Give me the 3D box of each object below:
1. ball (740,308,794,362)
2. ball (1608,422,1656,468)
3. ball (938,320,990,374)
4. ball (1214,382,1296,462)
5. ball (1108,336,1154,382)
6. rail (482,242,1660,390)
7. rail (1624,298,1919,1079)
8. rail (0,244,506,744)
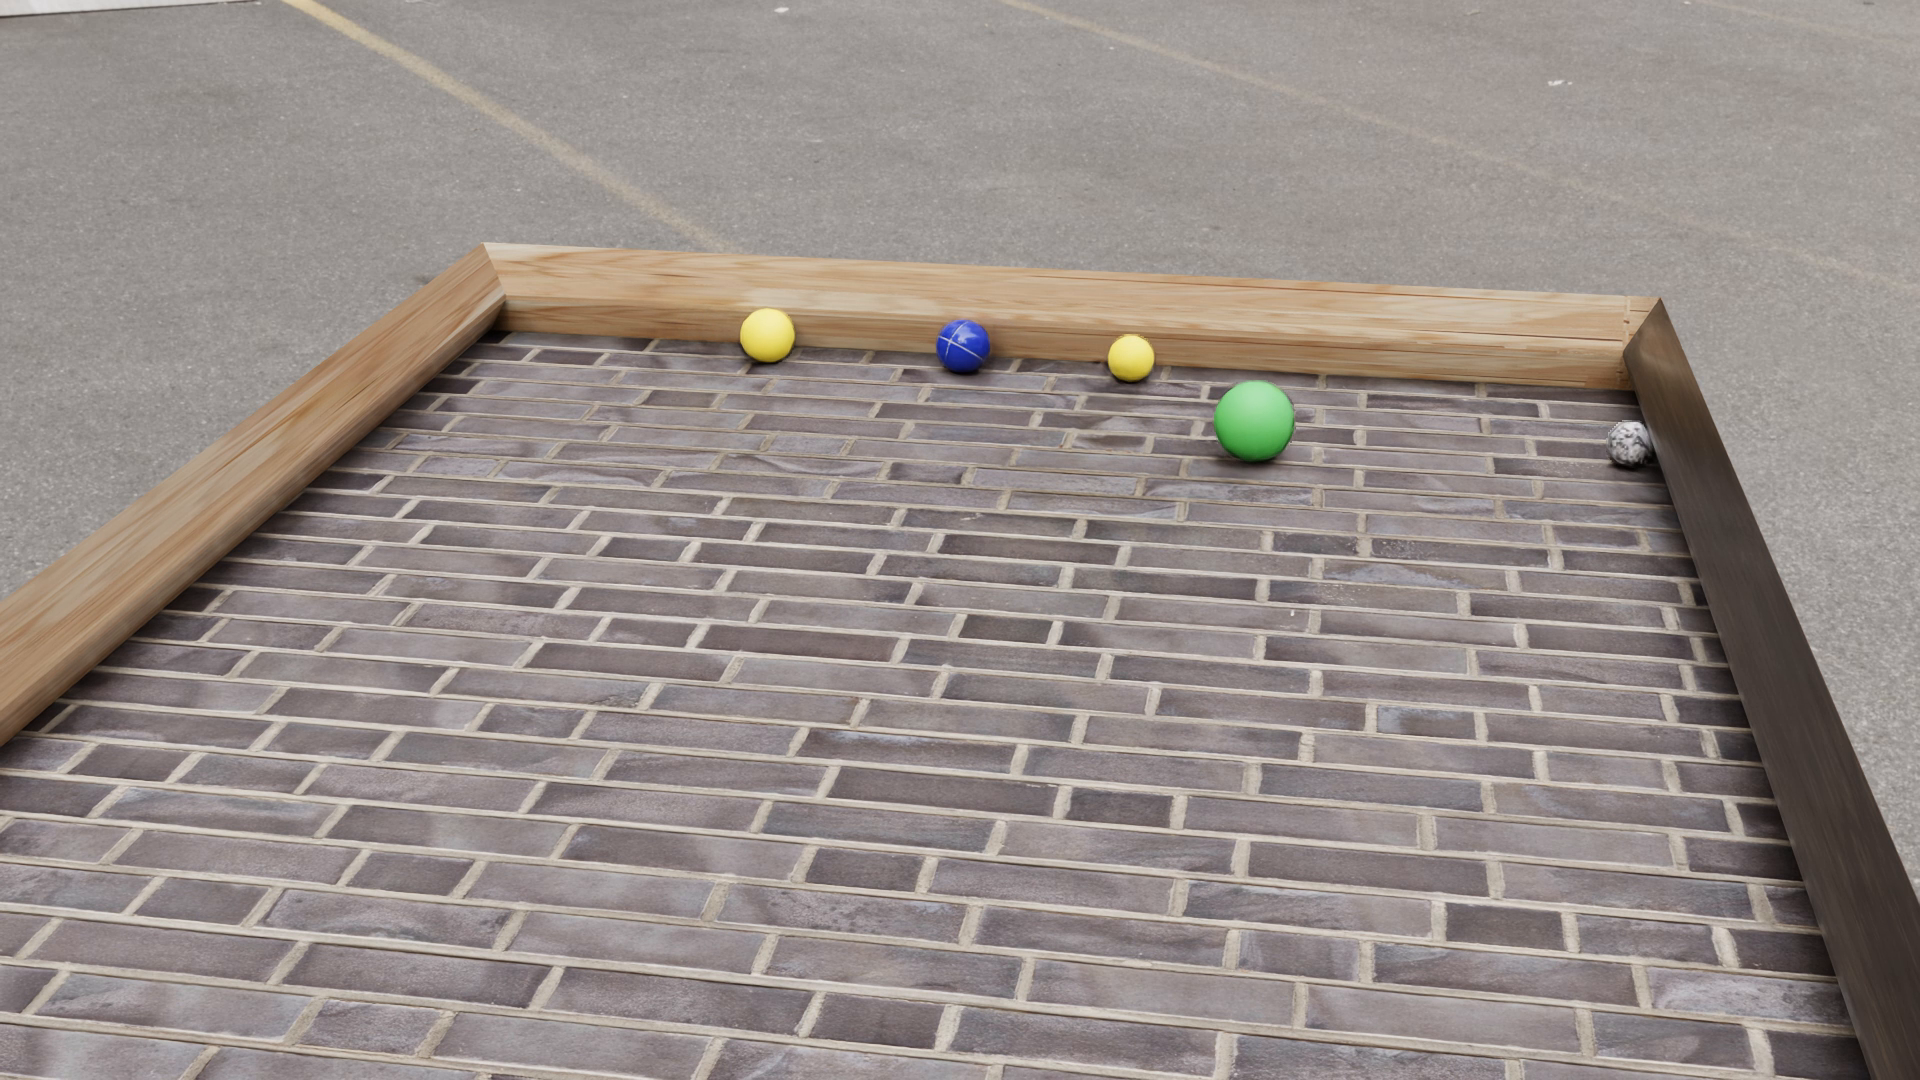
[{"bbox_3d":[-0.258,-0.274,2.946,0.072,0.072,0.072,0,23,0],"label":"ball"},{"bbox_3d":[0.794,-0.113,2.597,0.054,0.054,0.054,0,23,0],"label":"ball"},{"bbox_3d":[0.005,-0.256,2.907,0.071,0.071,0.071,0,23,0],"label":"ball"},{"bbox_3d":[0.349,-0.140,2.609,0.095,0.095,0.095,0,23,0],"label":"ball"},{"bbox_3d":[0.223,-0.236,2.875,0.061,0.061,0.061,0,23,0],"label":"ball"},{"bbox_3d":[0.113,-0.294,2.926,1.578,0.124,0.045,4,24,9],"label":"rail"},{"bbox_3d":[0.638,0.305,1.540,0.045,0.124,2.853,4,24,9],"label":"rail"},{"bbox_3d":[-0.872,0.205,1.771,0.045,0.124,2.853,4,24,9],"label":"rail"}]
